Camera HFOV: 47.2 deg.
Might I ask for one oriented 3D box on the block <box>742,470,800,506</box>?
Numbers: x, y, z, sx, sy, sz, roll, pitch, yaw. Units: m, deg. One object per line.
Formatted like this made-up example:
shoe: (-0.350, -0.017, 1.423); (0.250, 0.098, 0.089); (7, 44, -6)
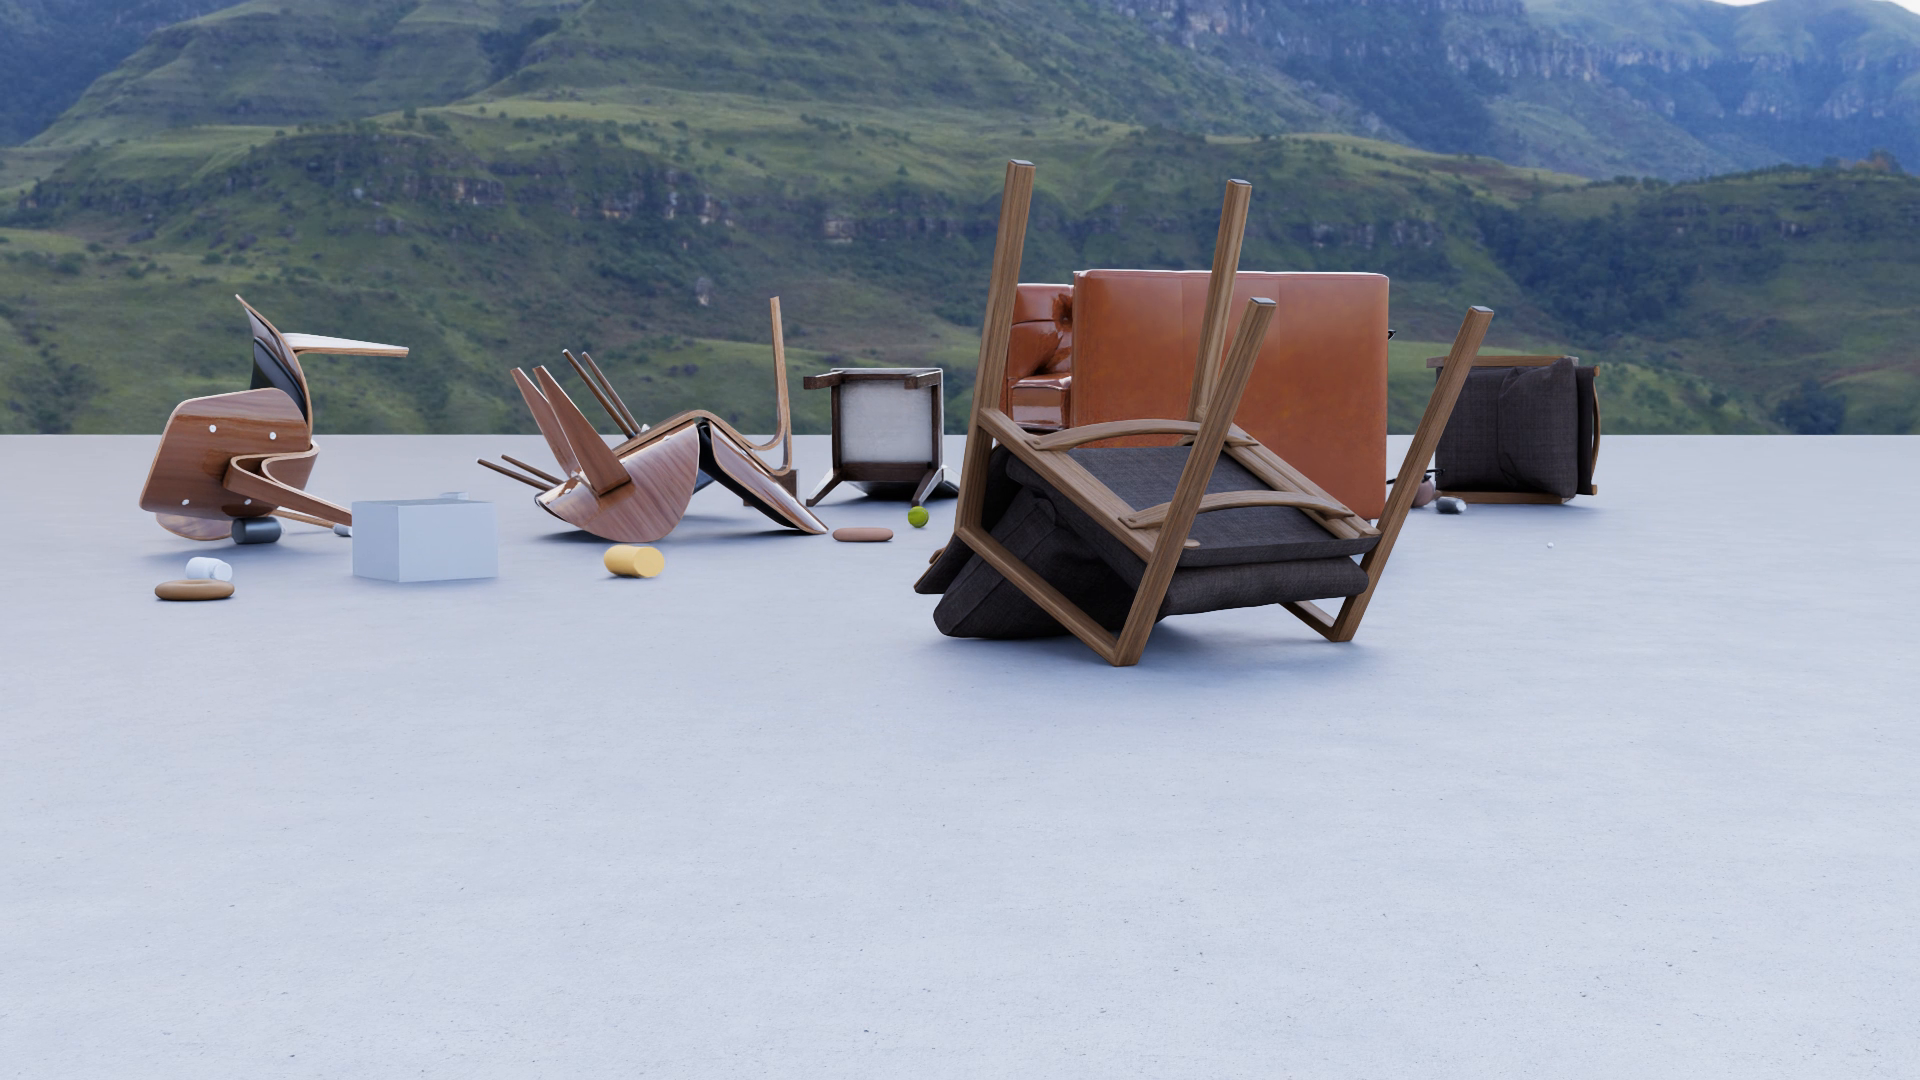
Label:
block: (-0.726, -0.201, 8.471); (0.206, 0.138, 0.124); (0, 4, 1)

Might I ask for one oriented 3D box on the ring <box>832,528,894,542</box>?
ring: (-0.287, -0.016, 6.500); (0.185, 0.038, 0.115); (0, 5, 11)

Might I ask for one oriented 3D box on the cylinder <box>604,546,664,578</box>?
cylinder: (-0.781, 0.051, 5.272); (0.095, 0.072, 0.110); (3, -4, 34)

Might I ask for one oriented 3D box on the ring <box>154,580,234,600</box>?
ring: (-1.643, 0.108, 4.723); (0.167, 0.036, 0.162); (3, 6, 32)

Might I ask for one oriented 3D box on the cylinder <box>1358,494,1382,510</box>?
cylinder: (1.516, -0.139, 8.124); (0.071, 0.062, 0.093); (0, 1, -2)

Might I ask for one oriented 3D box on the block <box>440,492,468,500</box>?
block: (-1.963, -0.160, 8.533); (0.074, 0.047, 0.124); (0, 4, 5)

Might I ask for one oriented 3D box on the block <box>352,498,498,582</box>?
block: (-1.287, -0.003, 5.288); (0.252, 0.177, 0.265); (-3, 5, -39)

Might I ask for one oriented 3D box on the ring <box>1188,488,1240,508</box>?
ring: (0.970, -0.162, 8.390); (0.186, 0.071, 0.241); (-2, 4, -19)
